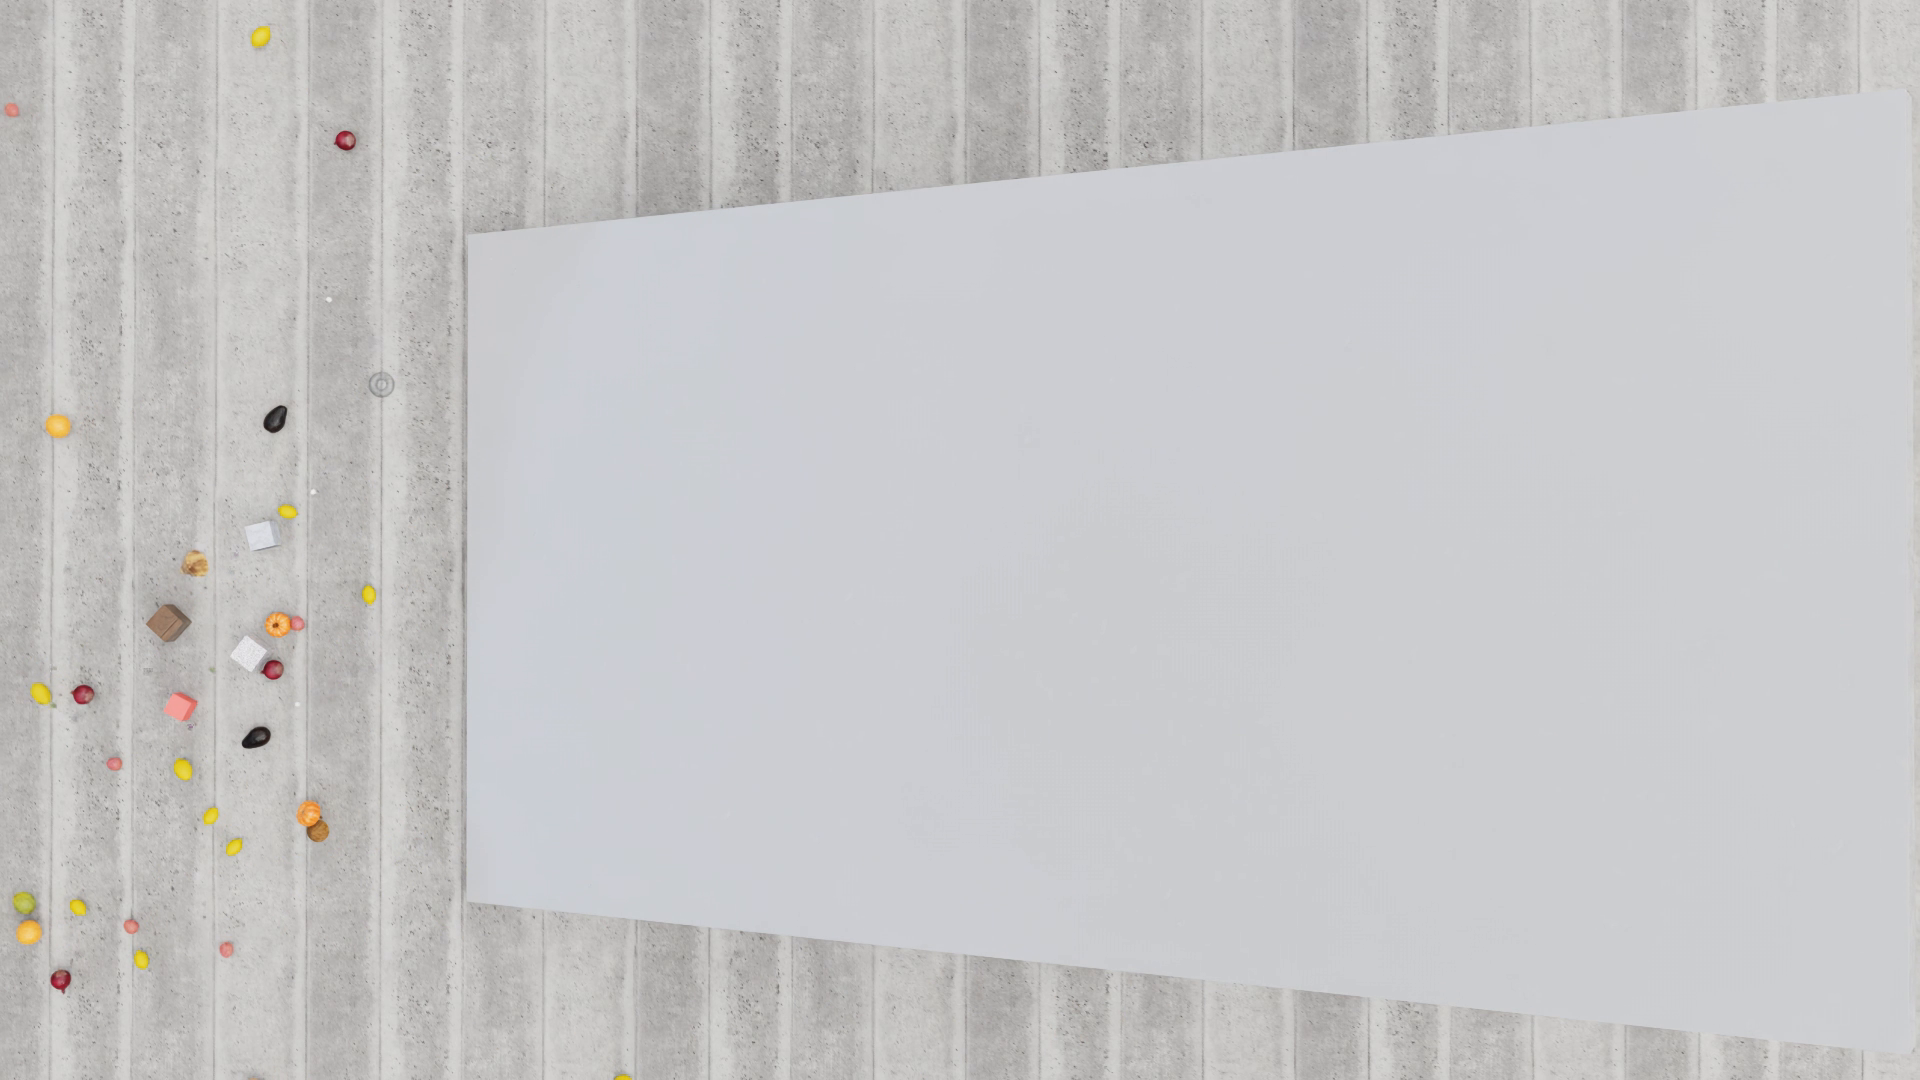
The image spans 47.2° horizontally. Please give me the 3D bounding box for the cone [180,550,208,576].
[{"bbox_3d":[-2.339,0.087,6.663,0.085,0.085,0.085,-24,89,27],"label":"cone"}]

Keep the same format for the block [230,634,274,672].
[{"bbox_3d":[-2.136,0.341,6.640,0.080,0.080,0.080,37,90,0],"label":"block"}]

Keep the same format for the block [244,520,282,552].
[{"bbox_3d":[-2.104,-0.012,6.645,0.075,0.075,0.075,-14,89,0],"label":"block"}]

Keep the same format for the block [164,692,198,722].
[{"bbox_3d":[-2.355,0.504,6.647,0.062,0.062,0.062,28,90,0],"label":"block"}]

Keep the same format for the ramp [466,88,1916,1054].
[{"bbox_3d":[0.267,0.074,5.618,4.000,0.100,2.000,0,89,31],"label":"ramp"}]

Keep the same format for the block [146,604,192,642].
[{"bbox_3d":[-2.388,0.251,6.640,0.080,0.080,0.080,43,90,0],"label":"block"}]

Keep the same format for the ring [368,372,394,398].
[{"bbox_3d":[-1.755,-0.471,6.674,0.080,0.027,0.080,0,88,1],"label":"ring"}]

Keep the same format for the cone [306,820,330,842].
[{"bbox_3d":[-1.949,0.882,6.640,0.068,0.068,0.068,0,89,0],"label":"cone"}]
